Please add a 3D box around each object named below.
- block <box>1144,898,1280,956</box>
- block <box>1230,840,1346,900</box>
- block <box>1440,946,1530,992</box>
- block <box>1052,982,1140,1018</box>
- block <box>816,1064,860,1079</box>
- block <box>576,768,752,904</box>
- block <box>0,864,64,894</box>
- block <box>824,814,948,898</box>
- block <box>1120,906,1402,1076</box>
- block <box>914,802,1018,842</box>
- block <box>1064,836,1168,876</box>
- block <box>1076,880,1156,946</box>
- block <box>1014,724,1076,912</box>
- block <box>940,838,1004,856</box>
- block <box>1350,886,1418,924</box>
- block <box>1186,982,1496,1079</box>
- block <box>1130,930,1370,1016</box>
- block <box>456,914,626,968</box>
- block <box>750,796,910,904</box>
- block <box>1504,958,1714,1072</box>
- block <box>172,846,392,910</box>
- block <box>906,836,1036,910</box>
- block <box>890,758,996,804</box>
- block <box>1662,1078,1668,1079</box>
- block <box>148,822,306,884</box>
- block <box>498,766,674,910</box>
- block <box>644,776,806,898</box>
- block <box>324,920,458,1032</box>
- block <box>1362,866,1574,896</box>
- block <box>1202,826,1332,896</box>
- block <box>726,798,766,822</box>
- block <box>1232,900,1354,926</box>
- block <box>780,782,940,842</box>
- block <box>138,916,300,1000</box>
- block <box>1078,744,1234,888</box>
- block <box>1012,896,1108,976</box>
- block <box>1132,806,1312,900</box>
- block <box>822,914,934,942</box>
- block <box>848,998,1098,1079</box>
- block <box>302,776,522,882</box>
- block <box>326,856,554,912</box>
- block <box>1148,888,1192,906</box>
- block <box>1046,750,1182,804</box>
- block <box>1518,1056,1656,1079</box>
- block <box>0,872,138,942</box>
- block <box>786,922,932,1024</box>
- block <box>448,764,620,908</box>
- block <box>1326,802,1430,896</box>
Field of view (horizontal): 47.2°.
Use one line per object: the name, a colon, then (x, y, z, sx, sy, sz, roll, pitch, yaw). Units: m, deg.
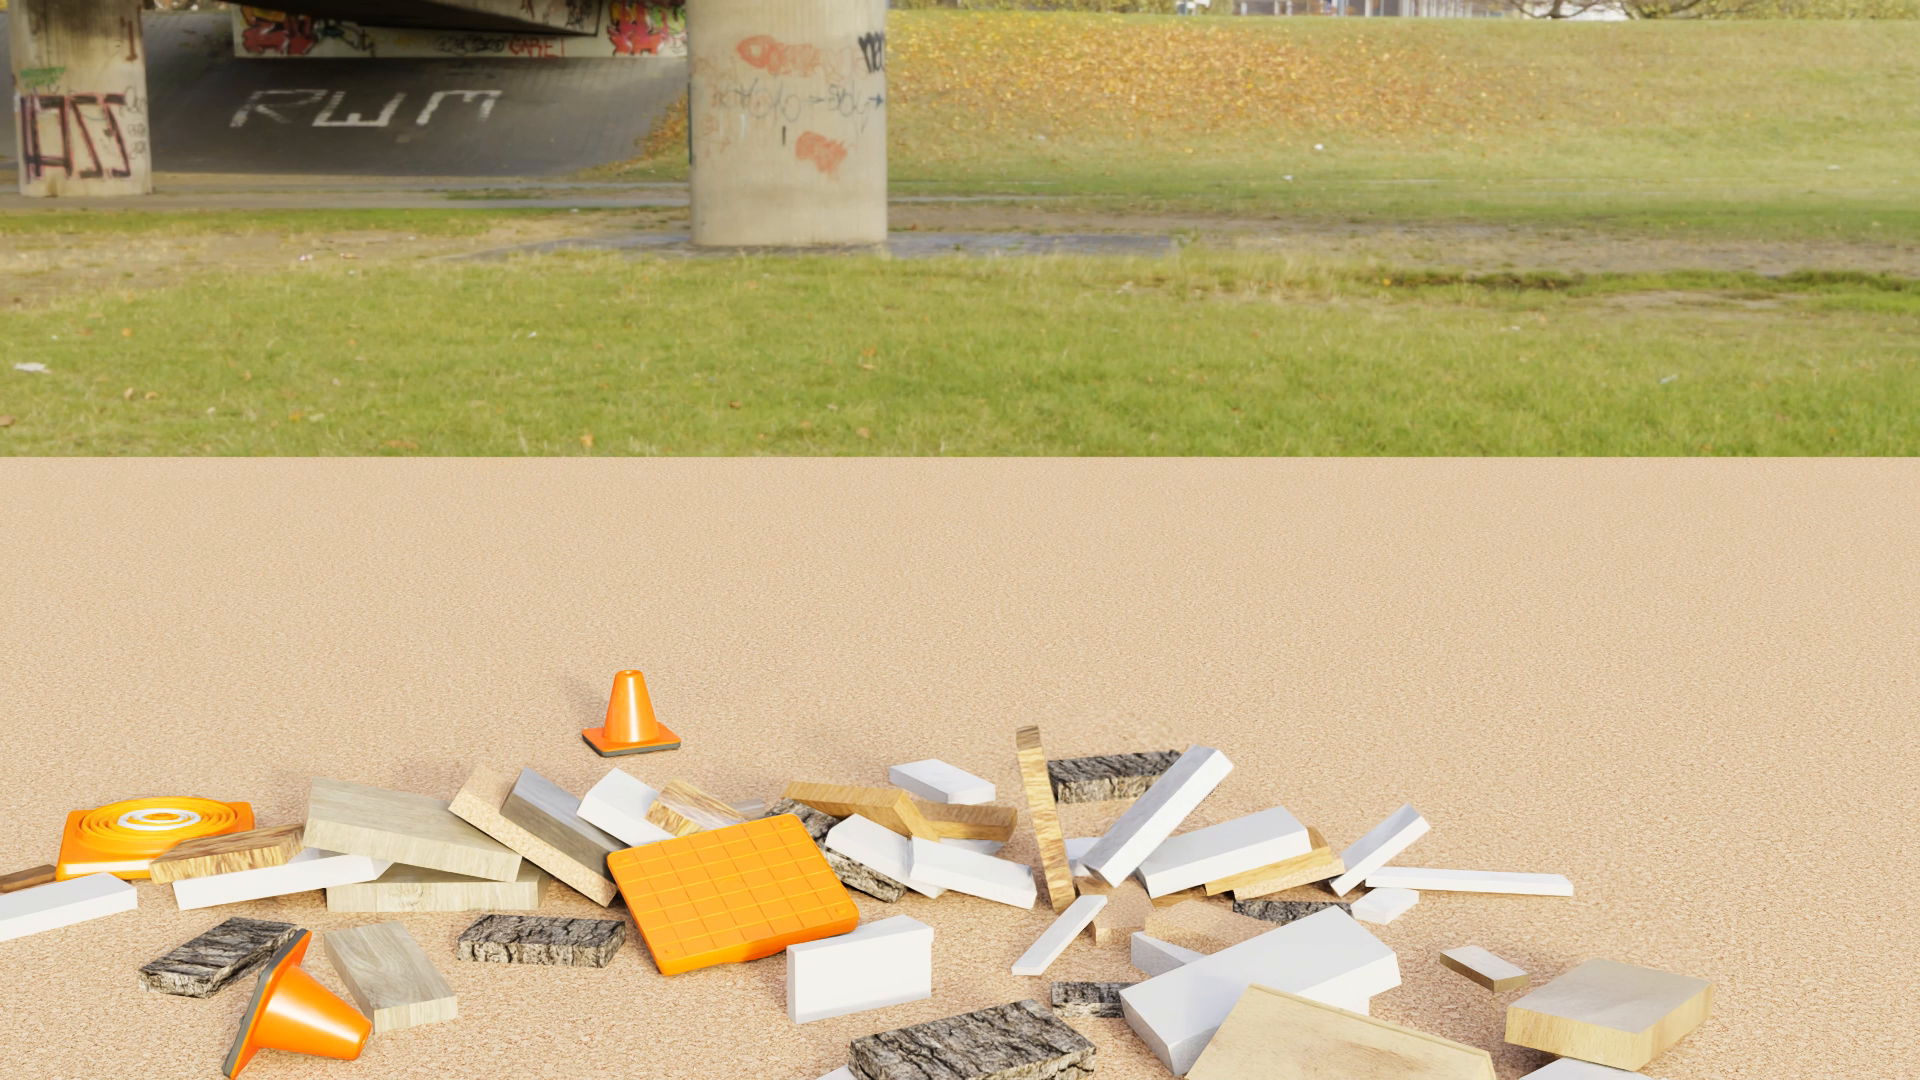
block: (0.395, 0.592, 3.303, 0.214, 0.030, 0.107, 10, 15, 43)
block: (0.540, 0.553, 3.675, 0.187, 0.027, 0.094, -15, 11, -2)
block: (0.790, 0.646, 3.317, 0.065, 0.018, 0.130, -5, 12, -25)
block: (0.212, 0.667, 3.191, 0.158, 0.022, 0.079, 0, 11, 1)
block: (-0.140, 0.722, 2.898, 0.079, 0.022, 0.158, 9, 14, 39)
block: (-0.481, 0.494, 3.690, 0.301, 0.043, 0.151, 29, 13, 3)
block: (-1.578, 0.573, 3.721, 0.051, 0.015, 0.103, 9, 14, 41)
block: (-0.110, 0.526, 3.669, 0.209, 0.030, 0.104, 24, 16, 17)
block: (0.417, 0.625, 3.071, 0.348, 0.049, 0.174, -19, 18, -13)
block: (-0.012, 0.500, 3.910, 0.213, 0.030, 0.107, 2, 11, 11)
block: (0.267, 0.546, 3.821, 0.213, 0.030, 0.107, -2, 11, -11)
block: (0.255, 0.599, 3.537, 0.107, 0.030, 0.214, -1, 11, -5)
block: (0.142, 0.456, 3.622, 0.039, 0.278, 0.139, -13, 10, 2)
block: (-0.003, 0.543, 3.840, 0.104, 0.030, 0.209, 4, 11, 18)
block: (0.693, 0.595, 3.593, 0.065, 0.018, 0.130, 7, 13, 34)
block: (0.481, 0.685, 2.802, 0.349, 0.049, 0.175, 9, 43, 40)
block: (0.423, 0.643, 3.247, 0.174, 0.049, 0.348, -6, 12, -29)
block: (-0.648, 0.621, 3.411, 0.233, 0.033, 0.117, 1, 11, 7)
block: (-0.203, 0.521, 3.703, 0.268, 0.038, 0.134, 22, 16, 13)
block: (0.906, 0.653, 3.049, 0.174, 0.049, 0.379, 7, 4, 33)
block: (-1.102, 0.535, 3.643, 0.341, 0.048, 0.171, -10, 11, 8)
block: (0.019, 0.548, 3.624, 0.209, 0.030, 0.104, 16, 15, -8)
block: (-0.036, 0.469, 4.239, 0.107, 0.030, 0.213, -7, 12, -32)
block: (0.773, 0.743, 2.542, 0.349, 0.049, 0.175, -18, 20, -31)
block: (-1.200, 0.515, 3.628, 0.235, 0.033, 0.117, -9, 11, 11)
block: (-0.612, 0.492, 3.640, 0.301, 0.043, 0.151, 33, 7, -9)
block: (-0.387, 0.498, 3.692, 0.268, 0.038, 0.134, 29, 13, 2)
block: (-0.852, 0.646, 3.276, 0.117, 0.033, 0.345, -5, 12, -27)
block: (0.844, 0.569, 3.674, 0.343, 0.018, 0.065, 3, 6, 0)
block: (0.503, 0.534, 3.666, 0.214, 0.030, 0.107, -15, 11, -1)
block: (-0.442, 0.506, 3.973, 0.182, 0.026, 0.091, -10, 10, -8)
block: (0.533, 0.606, 3.512, 0.187, 0.027, 0.094, 1, 11, 3)
block: (-0.173, 0.482, 3.796, 0.268, 0.134, 0.038, -1, 44, 41)
block: (-1.124, 0.633, 3.344, 0.117, 0.033, 0.233, 3, 11, 17)
block: (0.323, 0.454, 3.637, 0.278, 0.039, 0.139, -44, 7, -9)
block: (0.157, 0.612, 3.415, 0.046, 0.013, 0.262, -6, 13, 29)
block: (0.429, 0.518, 3.658, 0.278, 0.039, 0.139, -15, 11, -6)
block: (-0.128, 0.623, 3.432, 0.158, 0.022, 0.079, -8, 13, -38)
block: (0.018, 0.690, 2.933, 0.298, 0.042, 0.149, -5, 19, -34)
block: (-0.895, 0.473, 3.600, 0.341, 0.048, 0.171, 13, 13, -17)
block: (-0.861, 0.566, 3.665, 0.341, 0.048, 0.171, 0, 11, -1)
block: (0.340, 0.579, 3.675, 0.068, 0.019, 0.137, -1, 11, -4)
block: (0.306, 0.459, 4.261, 0.298, 0.042, 0.149, -3, 11, -17)
block: (0.870, 0.737, 2.740, 0.175, 0.049, 0.349, -9, 14, -41)
block: (-1.472, 0.593, 3.560, 0.235, 0.033, 0.117, -10, 15, -43)
block: (-0.145, 0.625, 3.183, 0.215, 0.108, 0.030, -5, 12, -27)
block: (-0.693, 0.488, 3.644, 0.302, 0.043, 0.151, 33, 7, -7)
block: (0.693, 0.517, 3.677, 0.187, 0.027, 0.094, -38, 7, 3)
